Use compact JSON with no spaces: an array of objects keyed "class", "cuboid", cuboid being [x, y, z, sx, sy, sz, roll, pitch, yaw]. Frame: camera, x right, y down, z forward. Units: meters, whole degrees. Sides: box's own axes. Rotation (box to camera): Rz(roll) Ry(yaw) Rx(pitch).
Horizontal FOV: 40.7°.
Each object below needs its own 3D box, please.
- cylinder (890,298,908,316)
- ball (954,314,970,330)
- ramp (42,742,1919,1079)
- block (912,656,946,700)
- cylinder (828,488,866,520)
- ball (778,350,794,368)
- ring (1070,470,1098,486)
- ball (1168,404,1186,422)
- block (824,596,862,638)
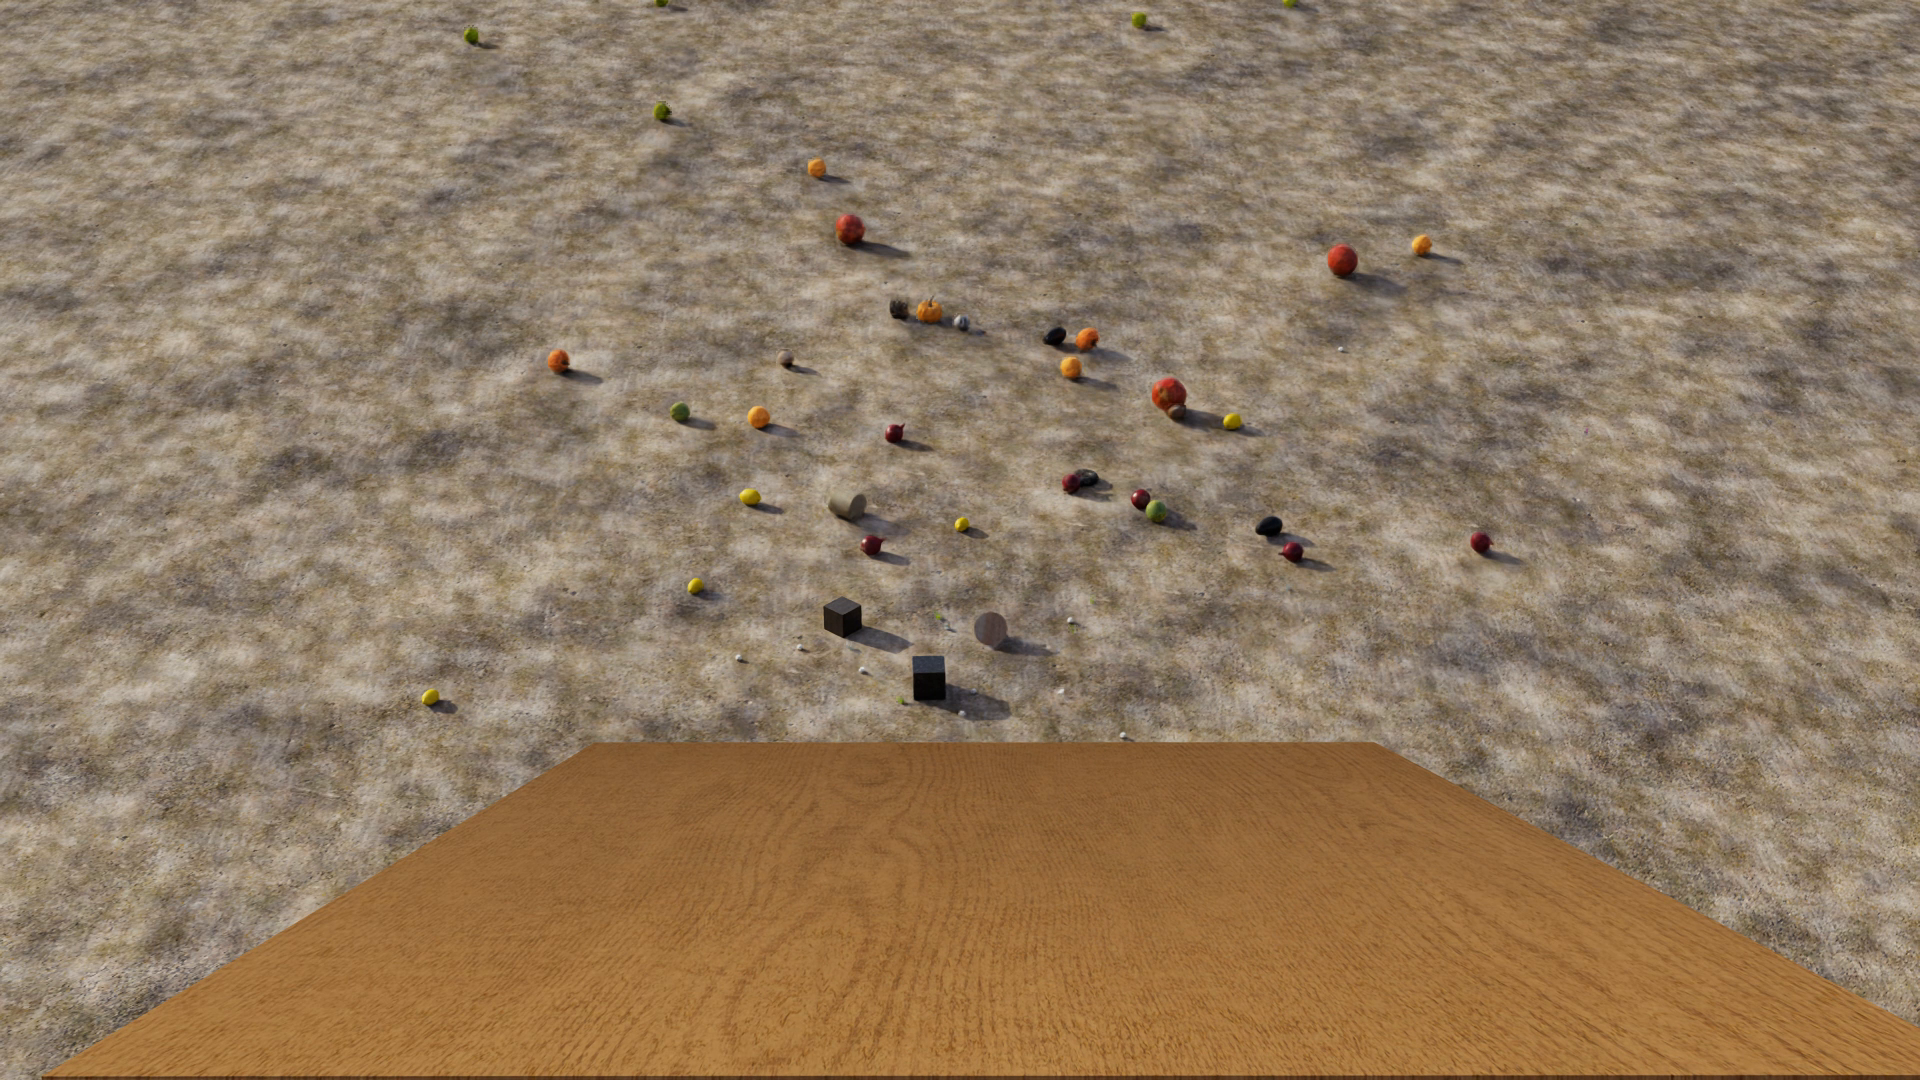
[{"class":"cylinder","cuboid":[-0.216,-0.826,9.185,0.059,0.059,0.059,2,29,4]},{"class":"ball","cuboid":[0.008,-0.765,9.078,0.055,0.055,0.055,0,29,0]},{"class":"ramp","cuboid":[0.065,0.582,4.628,2.000,0.100,4.000,0,0,0]},{"class":"block","cuboid":[-0.084,0.372,6.985,0.086,0.086,0.086,-1,29,-2]},{"class":"cylinder","cuboid":[-0.344,-0.110,7.864,0.081,0.081,0.081,20,34,31]},{"class":"ball","cuboid":[-0.595,-0.617,8.809,0.056,0.056,0.056,0,29,0]},{"class":"ring","cuboid":[0.390,-0.194,8.071,0.087,0.029,0.087,1,28,0]},{"class":"ball","cuboid":[0.707,-0.414,8.442,0.055,0.055,0.055,0,29,0]},{"class":"block","cuboid":[-0.330,0.217,7.278,0.075,0.075,0.075,24,37,36]}]
